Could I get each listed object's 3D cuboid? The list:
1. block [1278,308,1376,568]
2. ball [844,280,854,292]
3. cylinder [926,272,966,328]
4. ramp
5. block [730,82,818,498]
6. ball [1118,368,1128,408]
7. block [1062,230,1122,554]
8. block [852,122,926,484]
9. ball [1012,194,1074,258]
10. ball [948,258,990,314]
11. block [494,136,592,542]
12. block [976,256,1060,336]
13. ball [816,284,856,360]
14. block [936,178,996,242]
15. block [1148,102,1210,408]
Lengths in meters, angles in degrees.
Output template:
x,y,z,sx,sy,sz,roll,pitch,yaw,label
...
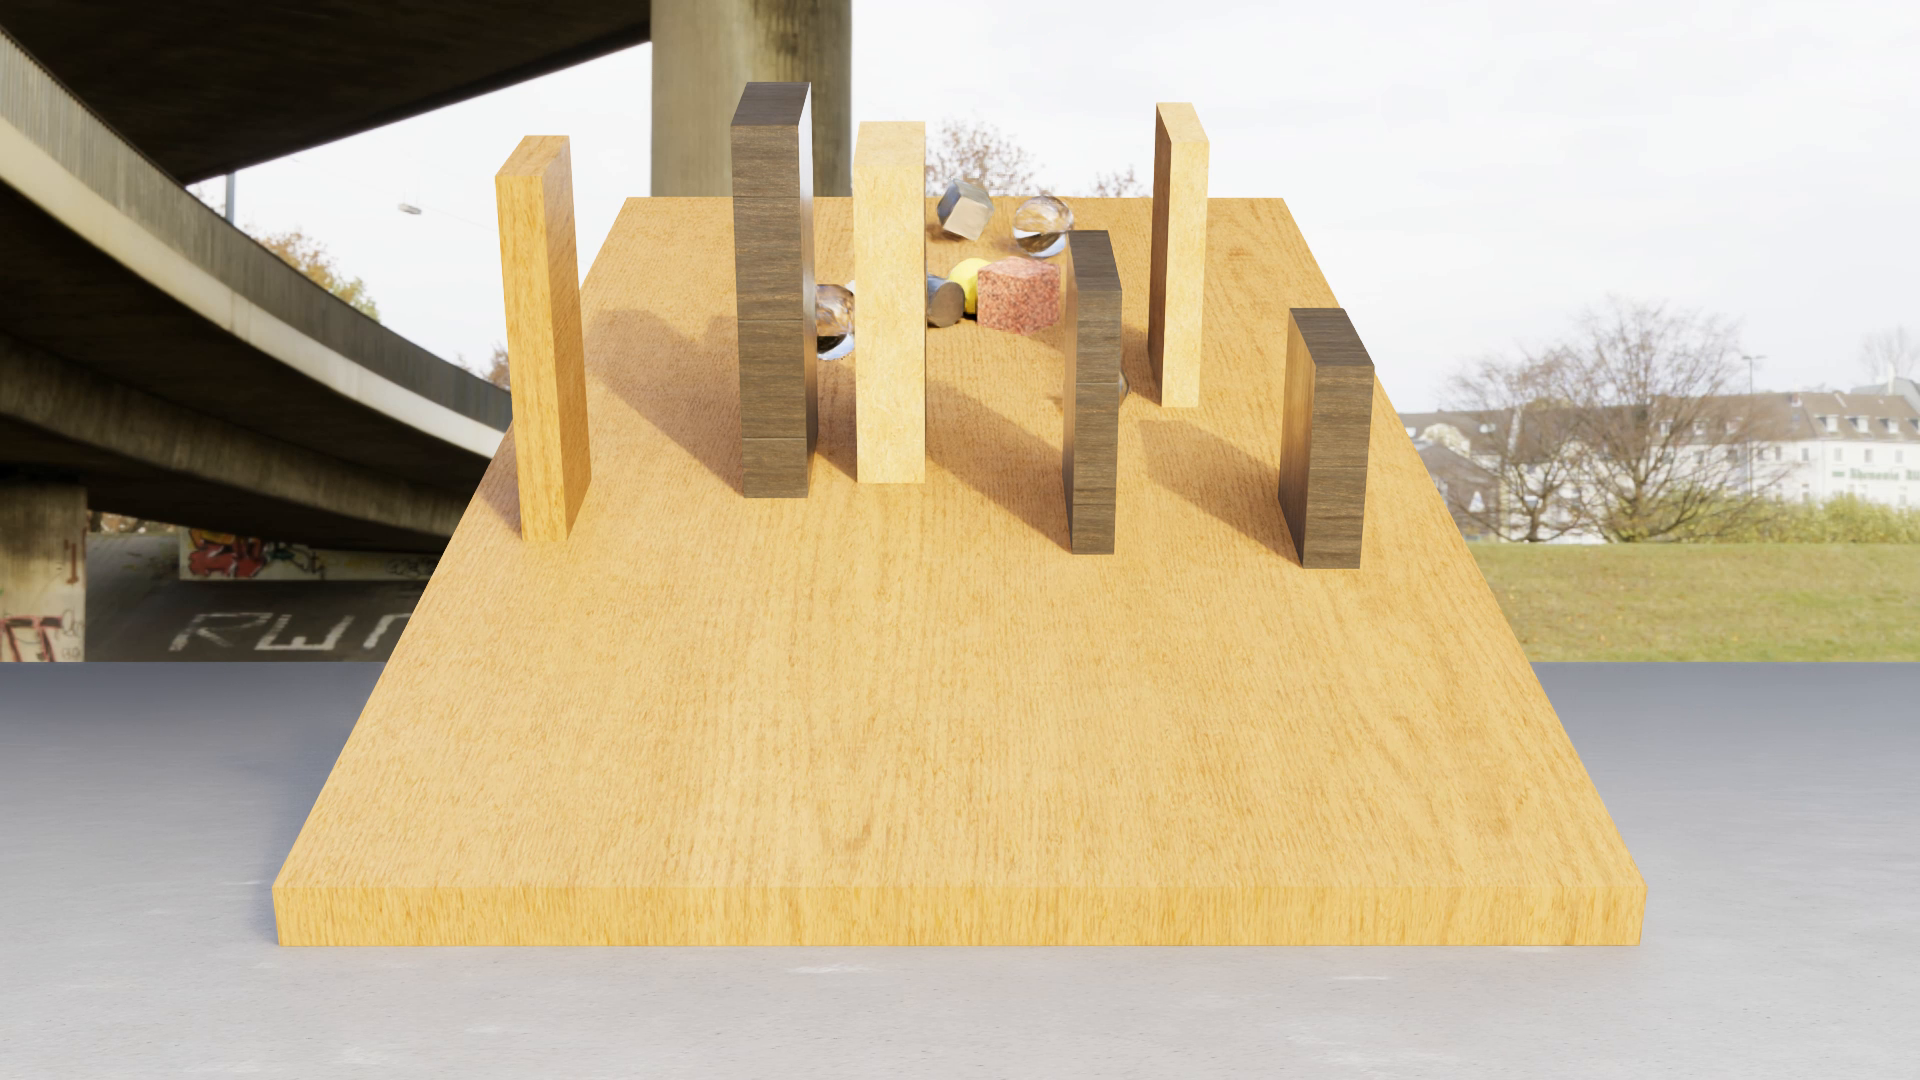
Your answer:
x,y,z,sx,sy,sz,roll,pitch,yaw,label
0.712,-0.204,4.517,0.110,0.409,0.366,0,23,0,block
-0.229,-0.580,5.737,0.152,0.152,0.152,0,-3,0,ball
-0.069,-0.610,5.851,0.120,0.120,0.120,3,15,-45,cylinder
-0.007,-0.225,5.219,2.000,0.100,4.000,0,23,0,ramp
-0.379,-0.523,4.797,0.132,0.775,0.410,0,23,0,block
0.316,-0.345,5.212,0.128,0.128,0.128,0,-3,0,ball
0.259,-0.300,4.582,0.083,0.533,0.427,0,23,0,block
-0.144,-0.508,4.892,0.141,0.676,0.400,0,23,0,block
0.232,-0.871,6.406,0.172,0.172,0.172,0,-3,0,ball
0.037,-0.650,5.917,0.143,0.143,0.143,0,-3,0,ball
-0.817,-0.400,4.558,0.088,0.732,0.335,0,23,0,block
0.148,-0.616,5.828,0.150,0.150,0.150,16,28,33,block
-0.318,-0.527,5.571,0.184,0.184,0.184,0,-3,0,ball
0.015,-0.940,6.568,0.112,0.112,0.112,19,30,-25,block
0.503,-0.667,5.354,0.083,0.612,0.417,0,23,0,block
